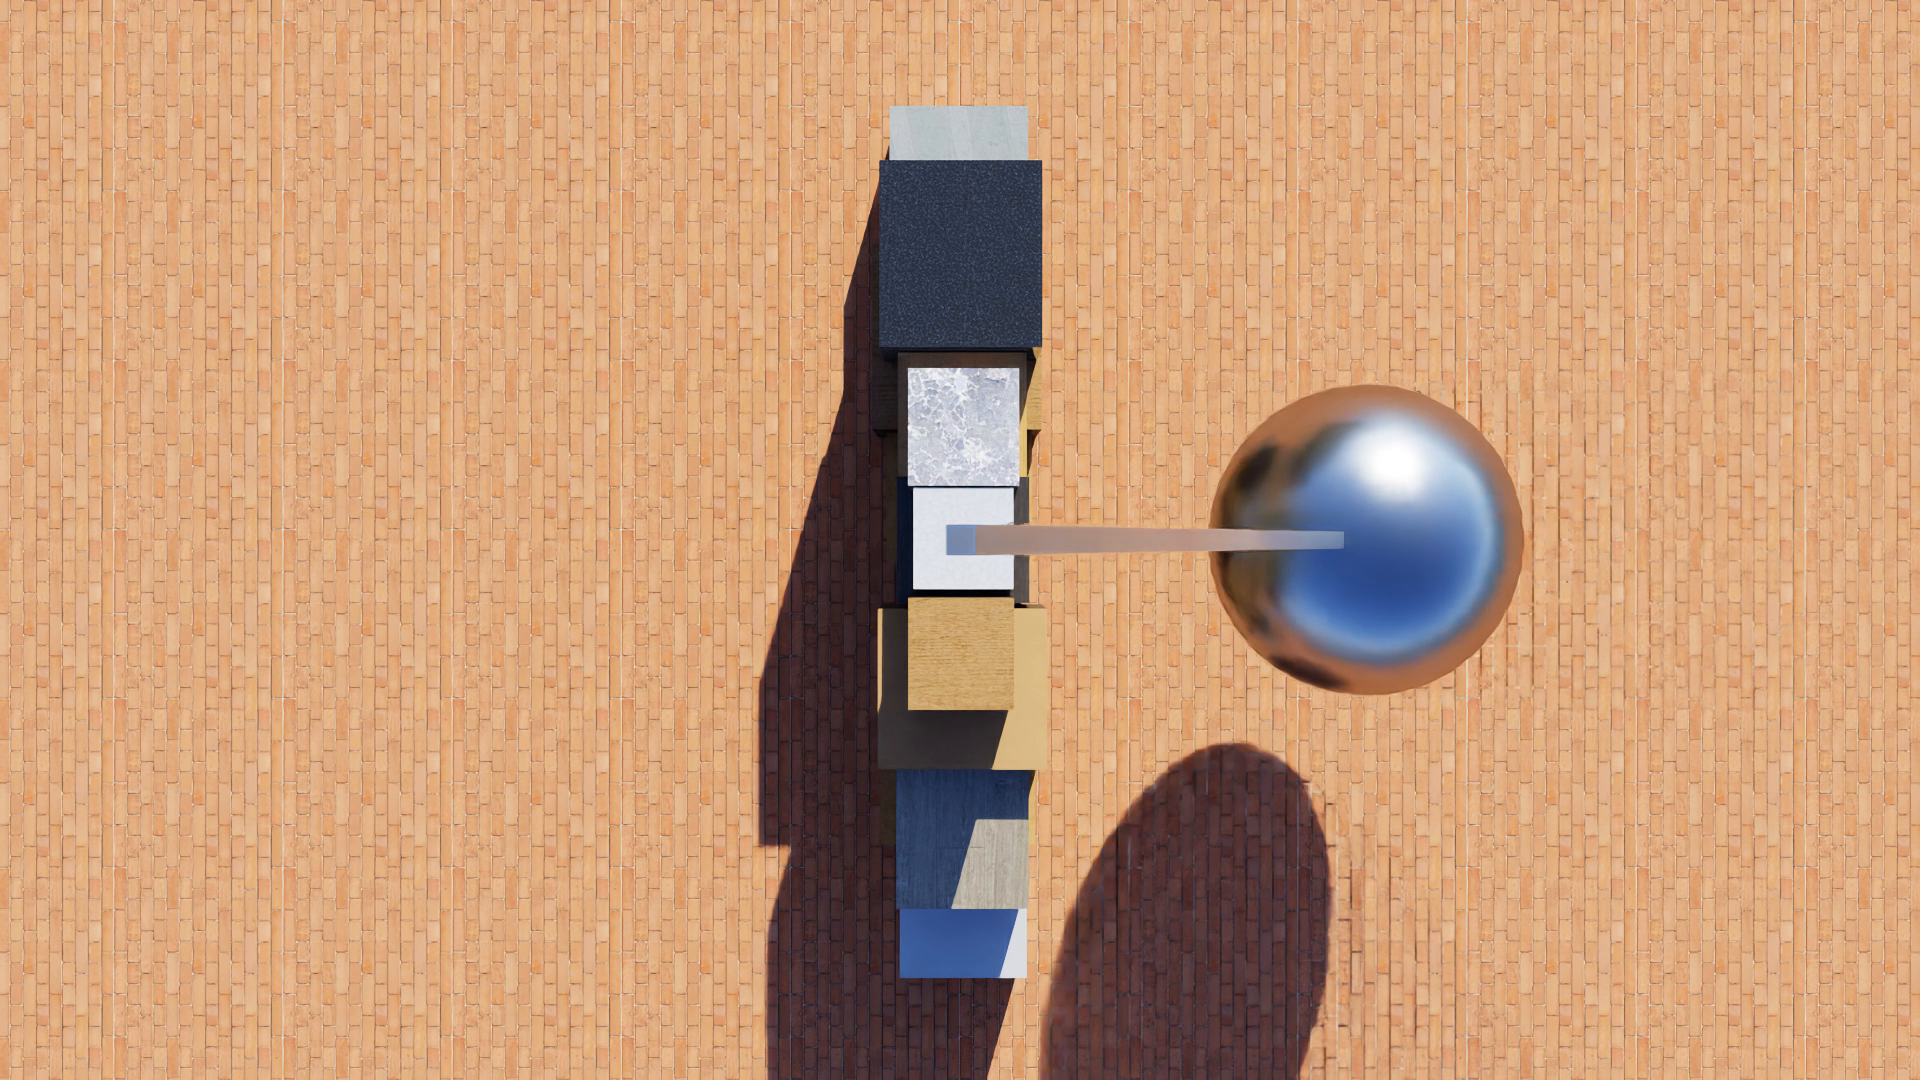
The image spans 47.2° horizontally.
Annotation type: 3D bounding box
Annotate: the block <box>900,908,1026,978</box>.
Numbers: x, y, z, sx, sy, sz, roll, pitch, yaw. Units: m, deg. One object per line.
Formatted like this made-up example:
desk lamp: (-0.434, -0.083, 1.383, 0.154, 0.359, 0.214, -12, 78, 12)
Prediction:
block: (0.018, 2.067, 12.607, 0.705, 0.785, 0.731, 0, 90, 0)

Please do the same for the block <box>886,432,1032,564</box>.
block: (-0.004, -0.231, 12.621, 0.809, 0.759, 0.732, 0, 90, 0)

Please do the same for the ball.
ball: (2.074, 0.000, 11.286, 1.600, 1.600, 1.600, 0, 90, 0)

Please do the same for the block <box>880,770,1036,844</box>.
block: (-0.011, 1.276, 12.604, 0.856, 0.793, 0.831, 0, 90, 0)

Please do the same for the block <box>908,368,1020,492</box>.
block: (0.018, -0.554, 11.211, 0.554, 0.504, 0.586, 0, 88, 0)

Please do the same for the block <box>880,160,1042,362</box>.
block: (0.004, -1.458, 11.634, 0.832, 0.879, 0.952, 0, 90, 0)

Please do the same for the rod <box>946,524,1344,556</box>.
rod: (0.899, 0.000, 8.096, 0.080, 5.200, 0.080, 0, 90, 20)

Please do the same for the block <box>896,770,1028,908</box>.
block: (0.013, 1.565, 11.870, 0.695, 0.675, 0.739, 0, 90, 0)

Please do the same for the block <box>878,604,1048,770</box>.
block: (0.013, 0.770, 11.760, 0.874, 0.820, 0.831, 0, 90, 0)

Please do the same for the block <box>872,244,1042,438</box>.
block: (-0.016, -1.116, 12.536, 0.929, 0.927, 1.017, 0, 90, 0)

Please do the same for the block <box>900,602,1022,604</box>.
block: (0.004, 0.498, 12.585, 0.675, 0.830, 0.706, 0, 90, 0)

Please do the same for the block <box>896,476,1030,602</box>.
block: (0.016, 0.007, 11.810, 0.690, 0.727, 0.658, 0, 89, 0)

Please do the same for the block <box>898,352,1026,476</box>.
block: (0.012, -0.654, 11.774, 0.672, 0.599, 0.649, 0, 90, 0)

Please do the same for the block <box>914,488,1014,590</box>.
block: (0.017, -0.003, 11.200, 0.498, 0.493, 0.508, 0, 89, 0)

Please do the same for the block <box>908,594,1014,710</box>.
block: (0.006, 0.557, 11.055, 0.518, 0.590, 0.547, 0, 90, 0)

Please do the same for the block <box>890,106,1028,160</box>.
block: (-0.006, -2.034, 12.661, 0.776, 0.678, 0.798, 0, 90, 0)
